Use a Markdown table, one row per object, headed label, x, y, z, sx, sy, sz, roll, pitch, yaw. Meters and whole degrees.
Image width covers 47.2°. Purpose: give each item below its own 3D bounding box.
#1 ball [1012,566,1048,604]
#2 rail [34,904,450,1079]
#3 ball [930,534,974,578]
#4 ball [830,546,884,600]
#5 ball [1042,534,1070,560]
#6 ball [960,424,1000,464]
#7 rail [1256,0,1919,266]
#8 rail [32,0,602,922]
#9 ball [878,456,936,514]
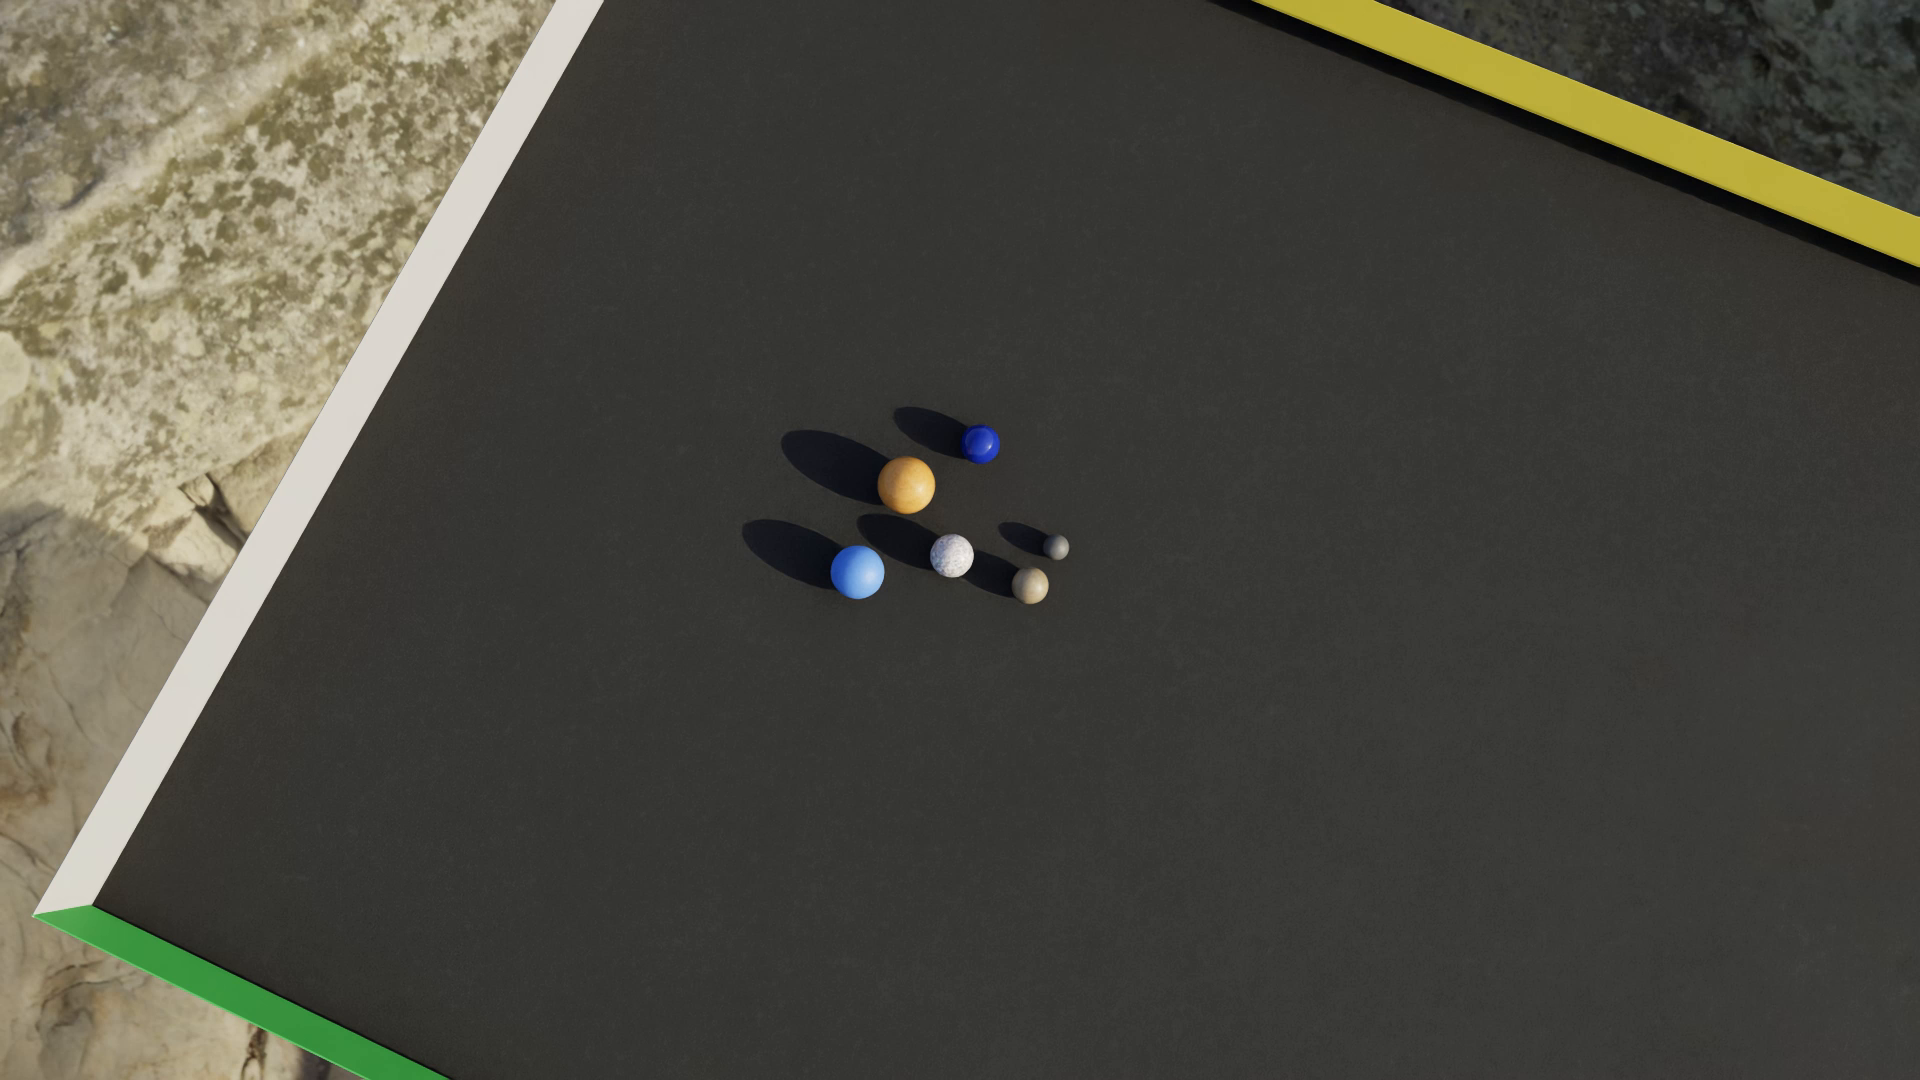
| label | x | y | z | sx | sy | sz | roll | pitch | yaw |
| --- | --- | --- | --- | --- | --- | --- | --- | --- | --- |
| ball | 0.107 | 0.069 | 3.358 | 0.058 | 0.058 | 0.058 | 0 | 74 | 0 |
| rail | 0.433 | 1.297 | 2.964 | 3.839 | 0.117 | 0.045 | 24 | 75 | 7 |
| ball | -0.012 | 0.024 | 3.366 | 0.067 | 0.067 | 0.067 | 0 | 74 | 0 |
| ball | -0.156 | 0.049 | 3.351 | 0.082 | 0.082 | 0.082 | 0 | 74 | 0 |
| ball | 0.148 | 0.011 | 3.384 | 0.041 | 0.041 | 0.041 | 0 | 74 | 0 |
| ball | 0.031 | -0.149 | 3.420 | 0.062 | 0.062 | 0.062 | 0 | 74 | 0 |
| rail | 1.312 | -0.545 | 3.508 | 3.839 | 0.117 | 0.045 | 24 | 75 | 7 |
| rail | -0.851 | -0.381 | 3.459 | 0.045 | 0.117 | 2.160 | 24 | 75 | 7 |
| ball | -0.083 | -0.085 | 3.386 | 0.090 | 0.090 | 0.090 | 0 | 74 | 0 |
